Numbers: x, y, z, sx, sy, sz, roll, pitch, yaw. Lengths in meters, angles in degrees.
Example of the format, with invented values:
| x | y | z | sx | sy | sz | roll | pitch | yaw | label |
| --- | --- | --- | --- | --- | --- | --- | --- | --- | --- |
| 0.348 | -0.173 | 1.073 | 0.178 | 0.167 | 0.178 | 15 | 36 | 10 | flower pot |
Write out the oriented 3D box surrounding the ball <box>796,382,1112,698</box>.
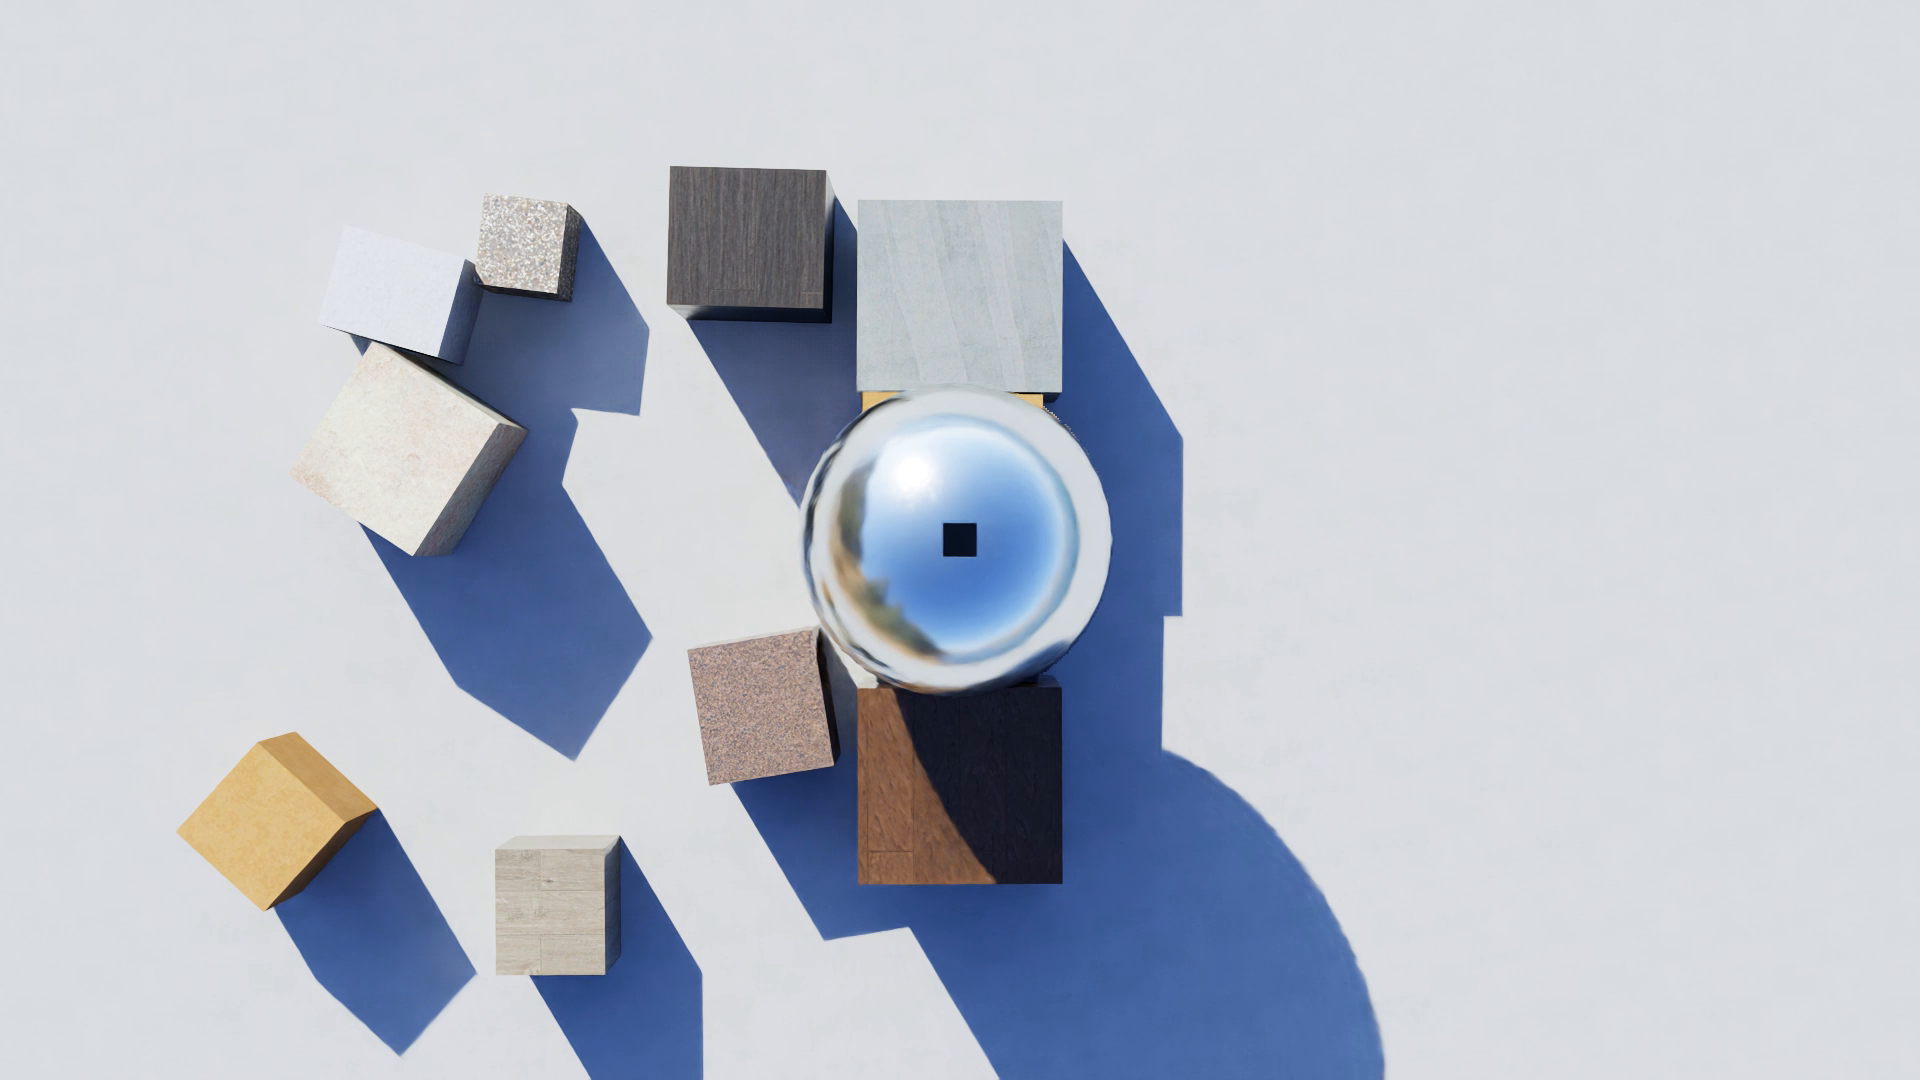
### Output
| x | y | z | sx | sy | sz | roll | pitch | yaw | label |
| --- | --- | --- | --- | --- | --- | --- | --- | --- | --- |
| -0.028 | 0.000 | 11.160 | 1.600 | 1.600 | 1.600 | 0 | 90 | 0 | ball |

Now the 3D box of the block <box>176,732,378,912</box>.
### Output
| x | y | z | sx | sy | sz | roll | pitch | yaw | label |
| --- | --- | --- | --- | --- | --- | --- | --- | --- | --- |
| -3.911 | 1.605 | 12.646 | 0.667 | 0.707 | 0.679 | 42 | 90 | 0 | block |

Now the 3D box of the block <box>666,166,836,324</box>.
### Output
| x | y | z | sx | sy | sz | roll | pitch | yaw | label |
| --- | --- | --- | --- | --- | --- | --- | --- | --- | --- |
| -1.180 | -1.673 | 12.573 | 0.865 | 0.854 | 0.766 | 1 | 90 | 0 | block |

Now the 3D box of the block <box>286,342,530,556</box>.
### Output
| x | y | z | sx | sy | sz | roll | pitch | yaw | label |
| --- | --- | --- | --- | --- | --- | --- | --- | --- | --- |
| -3.125 | -0.503 | 12.556 | 0.825 | 0.887 | 0.875 | 33 | 90 | 0 | block |

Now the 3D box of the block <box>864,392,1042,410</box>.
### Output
| x | y | z | sx | sy | sz | roll | pitch | yaw | label |
| --- | --- | --- | --- | --- | --- | --- | --- | --- | --- |
| -0.045 | -0.390 | 12.544 | 0.986 | 0.912 | 0.834 | 1 | 90 | 0 | block |

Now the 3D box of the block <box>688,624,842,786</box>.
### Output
| x | y | z | sx | sy | sz | roll | pitch | yaw | label |
| --- | --- | --- | --- | --- | --- | --- | --- | --- | --- |
| -1.113 | 0.937 | 12.639 | 0.708 | 0.722 | 0.770 | -9 | 90 | 0 | block |

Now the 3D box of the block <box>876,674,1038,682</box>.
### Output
| x | y | z | sx | sy | sz | roll | pitch | yaw | label |
| --- | --- | --- | --- | --- | --- | --- | --- | --- | --- |
| -0.015 | 0.414 | 12.614 | 0.904 | 0.771 | 0.750 | 0 | 90 | 0 | block |

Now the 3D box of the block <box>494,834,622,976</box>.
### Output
| x | y | z | sx | sy | sz | roll | pitch | yaw | label |
| --- | --- | --- | --- | --- | --- | --- | --- | --- | --- |
| -2.314 | 2.100 | 12.705 | 0.616 | 0.590 | 0.710 | 0 | 90 | 0 | block |

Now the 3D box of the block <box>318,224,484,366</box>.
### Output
| x | y | z | sx | sy | sz | roll | pitch | yaw | label |
| --- | --- | --- | --- | --- | --- | --- | --- | --- | --- |
| -3.198 | -1.401 | 12.680 | 0.702 | 0.641 | 0.577 | 16 | 90 | 0 | block |

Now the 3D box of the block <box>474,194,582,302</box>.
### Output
| x | y | z | sx | sy | sz | roll | pitch | yaw | label |
| --- | --- | --- | --- | --- | --- | --- | --- | --- | --- |
| -2.501 | -1.689 | 12.757 | 0.476 | 0.486 | 0.518 | 7 | 90 | 0 | block |

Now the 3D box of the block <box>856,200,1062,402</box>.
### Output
| x | y | z | sx | sy | sz | roll | pitch | yaw | label |
| --- | --- | --- | --- | --- | --- | --- | --- | --- | --- |
| -0.002 | -1.341 | 12.542 | 1.127 | 0.916 | 1.052 | 0 | 90 | 0 | block |

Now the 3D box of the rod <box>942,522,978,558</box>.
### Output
| x | y | z | sx | sy | sz | roll | pitch | yaw | label |
| --- | --- | --- | --- | --- | --- | --- | --- | --- | --- |
| -0.012 | 0.000 | 7.760 | 0.080 | 5.200 | 0.080 | 0 | 90 | 0 | rod |

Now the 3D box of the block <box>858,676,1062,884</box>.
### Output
| x | y | z | sx | sy | sz | roll | pitch | yaw | label |
| --- | --- | --- | --- | --- | --- | --- | --- | --- | --- |
| 0.000 | 1.336 | 12.469 | 1.110 | 1.061 | 1.067 | 0 | 90 | 0 | block |
